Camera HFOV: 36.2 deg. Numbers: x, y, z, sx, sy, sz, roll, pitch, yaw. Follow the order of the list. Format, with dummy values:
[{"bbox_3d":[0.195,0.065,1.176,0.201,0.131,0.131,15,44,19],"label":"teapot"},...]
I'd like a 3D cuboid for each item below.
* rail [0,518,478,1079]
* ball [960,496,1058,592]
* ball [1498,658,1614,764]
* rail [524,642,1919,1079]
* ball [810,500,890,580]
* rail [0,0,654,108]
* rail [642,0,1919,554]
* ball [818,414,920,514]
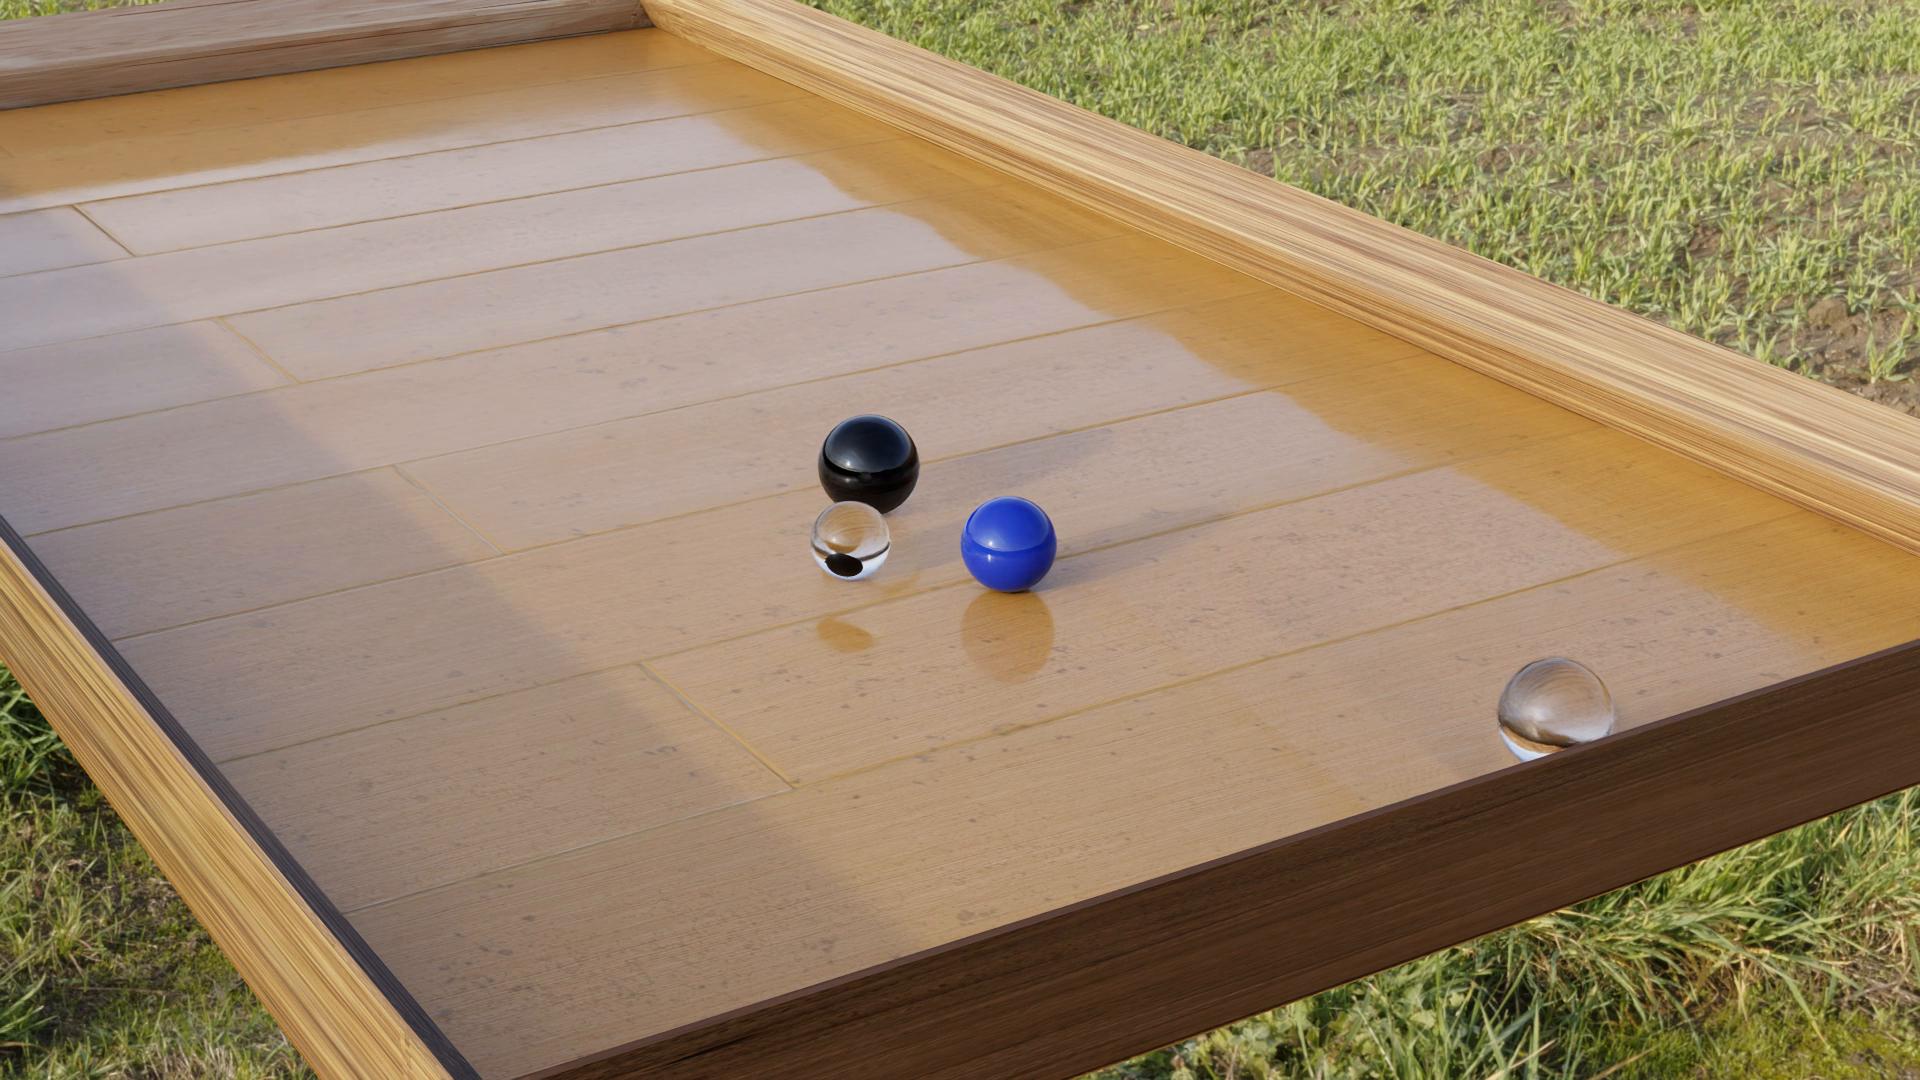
[{"bbox_3d":[-0.931,-0.099,2.568,0.045,0.114,2.658,-13,26,-29],"label":"rail"},{"bbox_3d":[0.039,0.003,2.369,0.078,0.078,0.078,0,22,0],"label":"ball"},{"bbox_3d":[0.420,0.124,2.073,0.081,0.081,0.081,0,22,0],"label":"ball"},{"bbox_3d":[0.337,0.187,1.874,1.415,0.114,0.045,-13,26,-29],"label":"rail"},{"bbox_3d":[-0.089,0.000,2.393,0.066,0.066,0.066,0,22,0],"label":"ball"},{"bbox_3d":[-1.037,-0.658,3.927,1.415,0.114,0.045,-13,26,-29],"label":"rail"},{"bbox_3d":[0.232,-0.373,3.233,0.045,0.114,2.658,-13,26,-29],"label":"rail"},{"bbox_3d":[-0.078,-0.064,2.520,0.088,0.088,0.088,0,22,0],"label":"ball"}]
